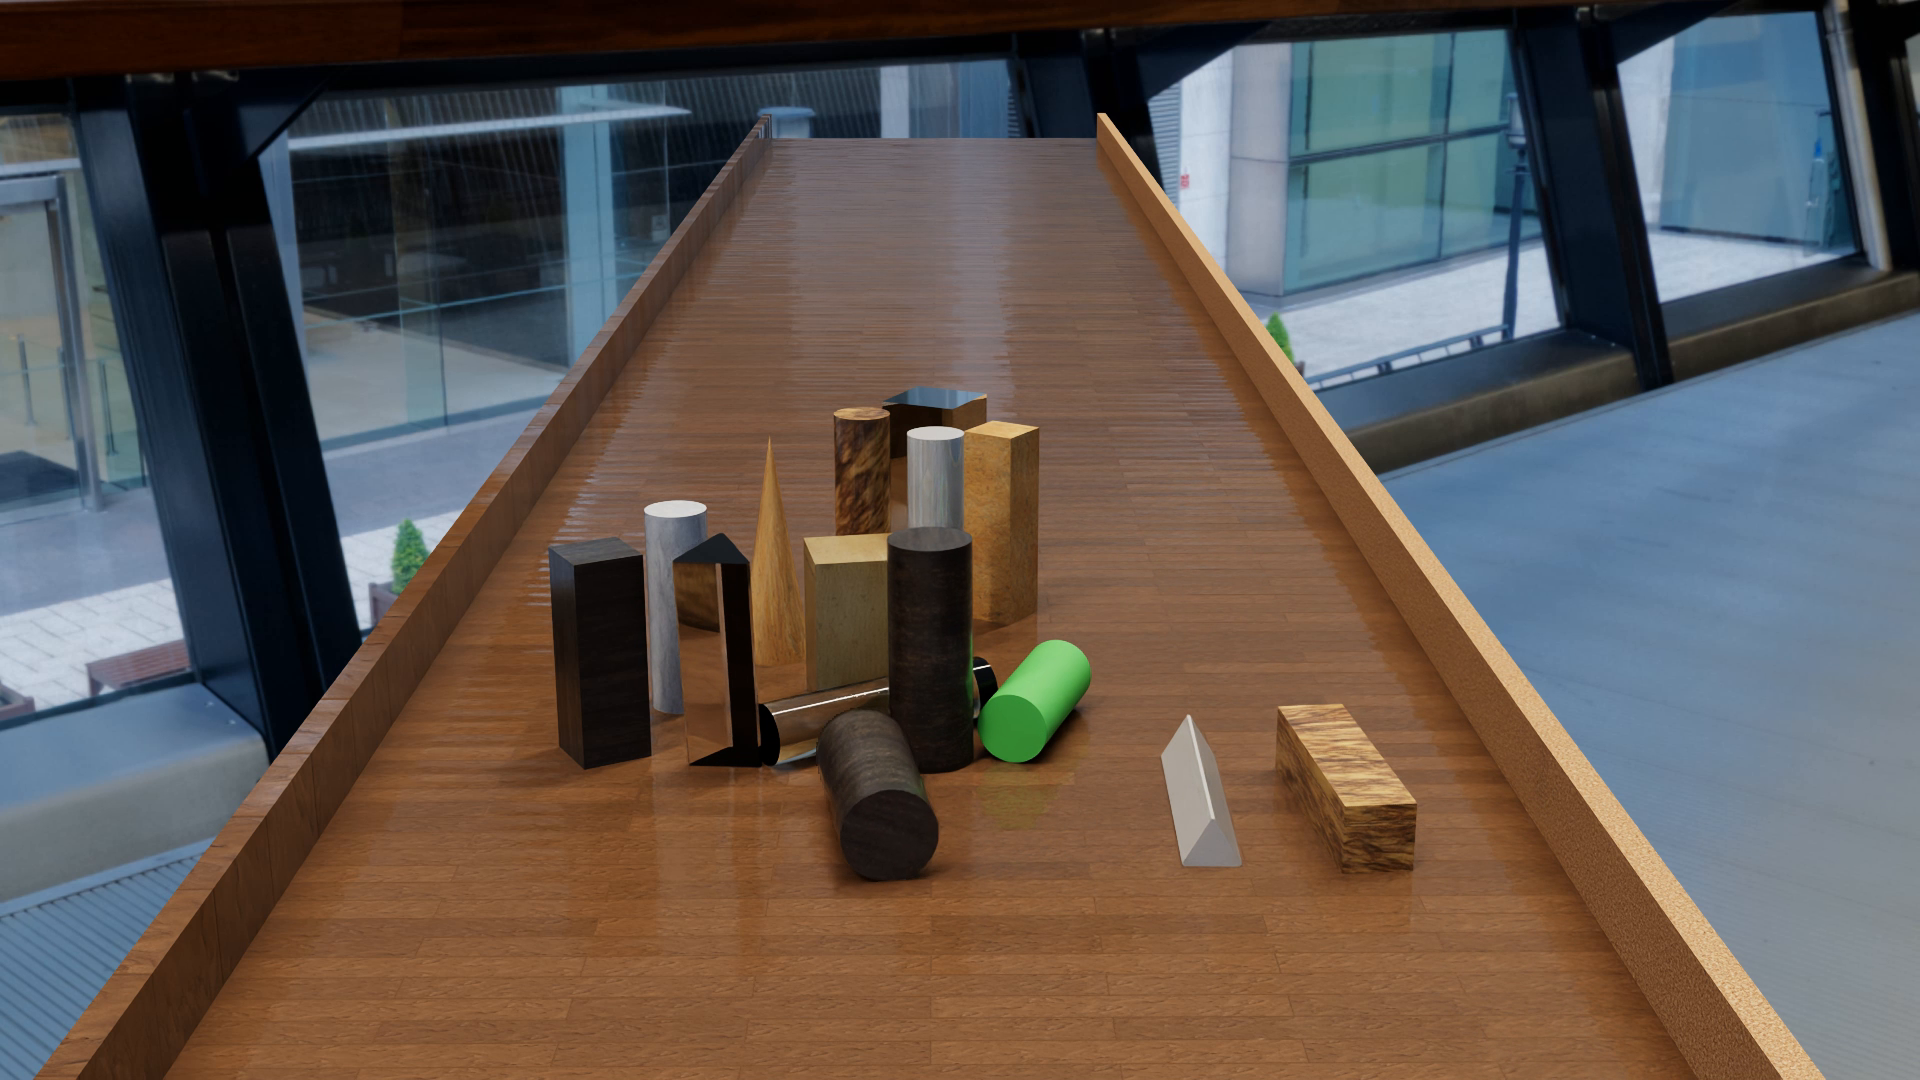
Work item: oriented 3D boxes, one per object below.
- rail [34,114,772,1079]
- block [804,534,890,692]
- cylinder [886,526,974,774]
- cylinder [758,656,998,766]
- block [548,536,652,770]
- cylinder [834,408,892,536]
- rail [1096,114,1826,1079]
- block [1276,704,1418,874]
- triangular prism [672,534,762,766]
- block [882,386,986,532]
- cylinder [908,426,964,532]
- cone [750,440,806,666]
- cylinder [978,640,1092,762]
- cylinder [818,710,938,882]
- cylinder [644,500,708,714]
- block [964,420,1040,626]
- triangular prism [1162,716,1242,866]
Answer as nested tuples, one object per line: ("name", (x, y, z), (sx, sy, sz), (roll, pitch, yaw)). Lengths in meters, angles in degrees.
("rail", (-1.118, -0.838, 7.780), (0.050, 0.150, 12.000), (0, 17, -1))
("block", (-0.195, 0.162, 4.145), (0.173, 0.306, 0.173), (-3, 17, -10))
("cylinder", (-0.051, 0.193, 3.863), (0.149, 0.407, 0.149), (0, 17, 0))
("cylinder", (-0.152, 0.308, 3.993), (0.458, 0.113, 0.113), (-10, 20, -31))
("block", (-0.637, 0.199, 3.897), (0.127, 0.376, 0.127), (-9, 19, -29))
("cylinder", (-0.202, -0.046, 4.596), (0.116, 0.448, 0.116), (0, 17, 0))
("rail", (0.932, -0.844, 7.801), (0.050, 0.150, 12.000), (0, 17, -1))
("block", (0.635, 0.406, 3.658), (0.115, 0.115, 0.438), (-2, 17, -6))
("triangular prism", (-0.414, 0.193, 3.846), (0.130, 0.403, 0.113), (1, 26, 4))
("block", (-0.055, -0.115, 4.888), (0.171, 0.413, 0.171), (8, 18, 25))
("cylinder", (-0.048, 0.011, 4.385), (0.113, 0.460, 0.113), (0, 17, 0))
("cone", (-0.374, 0.012, 4.388), (0.145, 0.456, 0.145), (0, 17, 0))
("cylinder", (0.139, 0.292, 4.022), (0.128, 0.128, 0.308), (5, 17, 17))
("cylinder", (-0.137, 0.410, 3.578), (0.155, 0.155, 0.351), (-3, 17, -9))
("cylinder", (-0.528, 0.126, 4.130), (0.115, 0.384, 0.115), (0, 17, 0))
("block", (0.087, -0.037, 4.642), (0.114, 0.404, 0.114), (10, 20, 31))
("triangular prism", (0.402, 0.413, 3.690), (0.093, 0.081, 0.452), (0, 17, 1))
